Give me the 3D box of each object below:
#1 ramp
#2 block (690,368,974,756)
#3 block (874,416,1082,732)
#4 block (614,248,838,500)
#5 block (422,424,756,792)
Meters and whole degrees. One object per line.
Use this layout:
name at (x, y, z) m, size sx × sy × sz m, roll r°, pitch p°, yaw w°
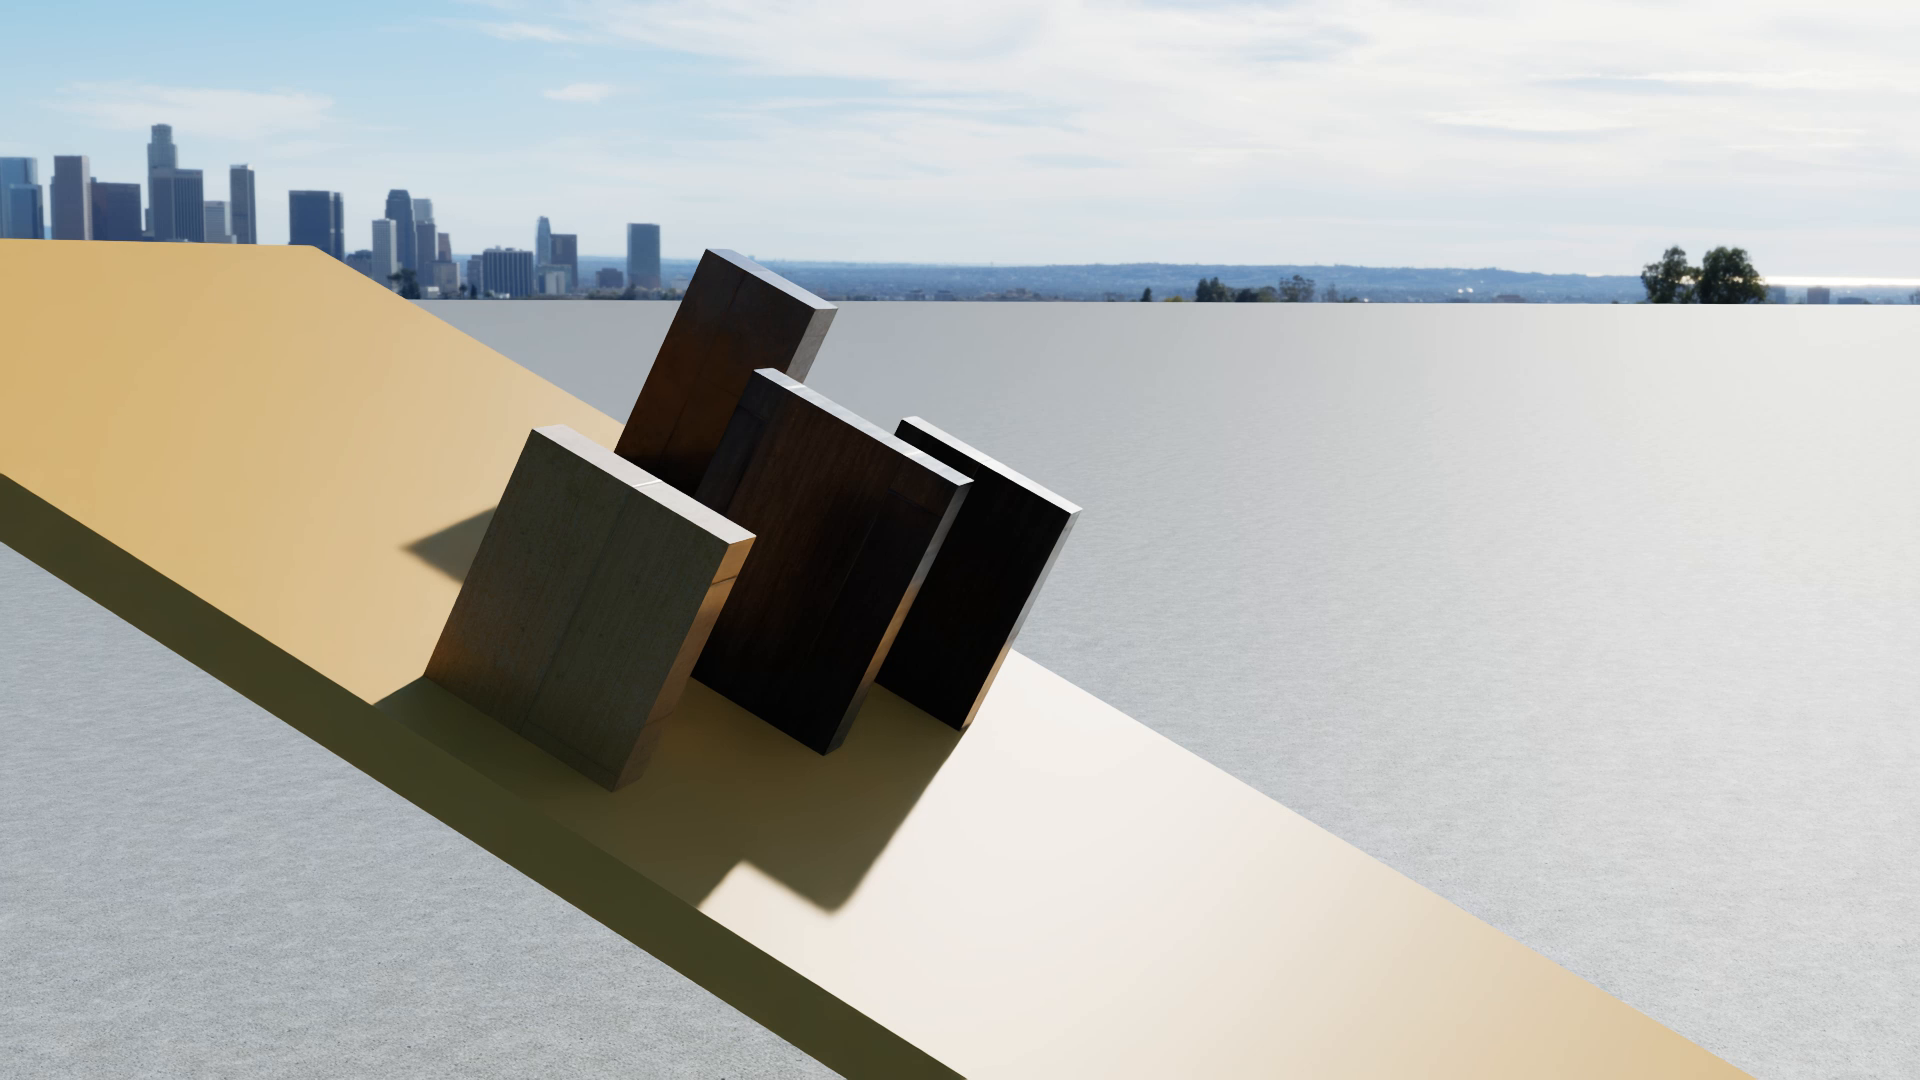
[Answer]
ramp at (-0.232, 0.388, 4.153) m, size 4.000 × 0.100 × 2.000 m, roll 30°, pitch 14°, yaw 12°
block at (-0.291, 0.038, 3.951) m, size 0.427 × 0.554 × 0.092 m, roll 30°, pitch 14°, yaw 12°
block at (-0.045, 0.066, 4.409) m, size 0.389 × 0.500 × 0.089 m, roll 30°, pitch 14°, yaw 12°
block at (-0.535, -0.358, 4.998) m, size 0.293 × 0.528 × 0.145 m, roll 30°, pitch 14°, yaw 12°
block at (-0.579, 0.103, 3.421) m, size 0.364 × 0.442 × 0.104 m, roll 30°, pitch 14°, yaw 12°
